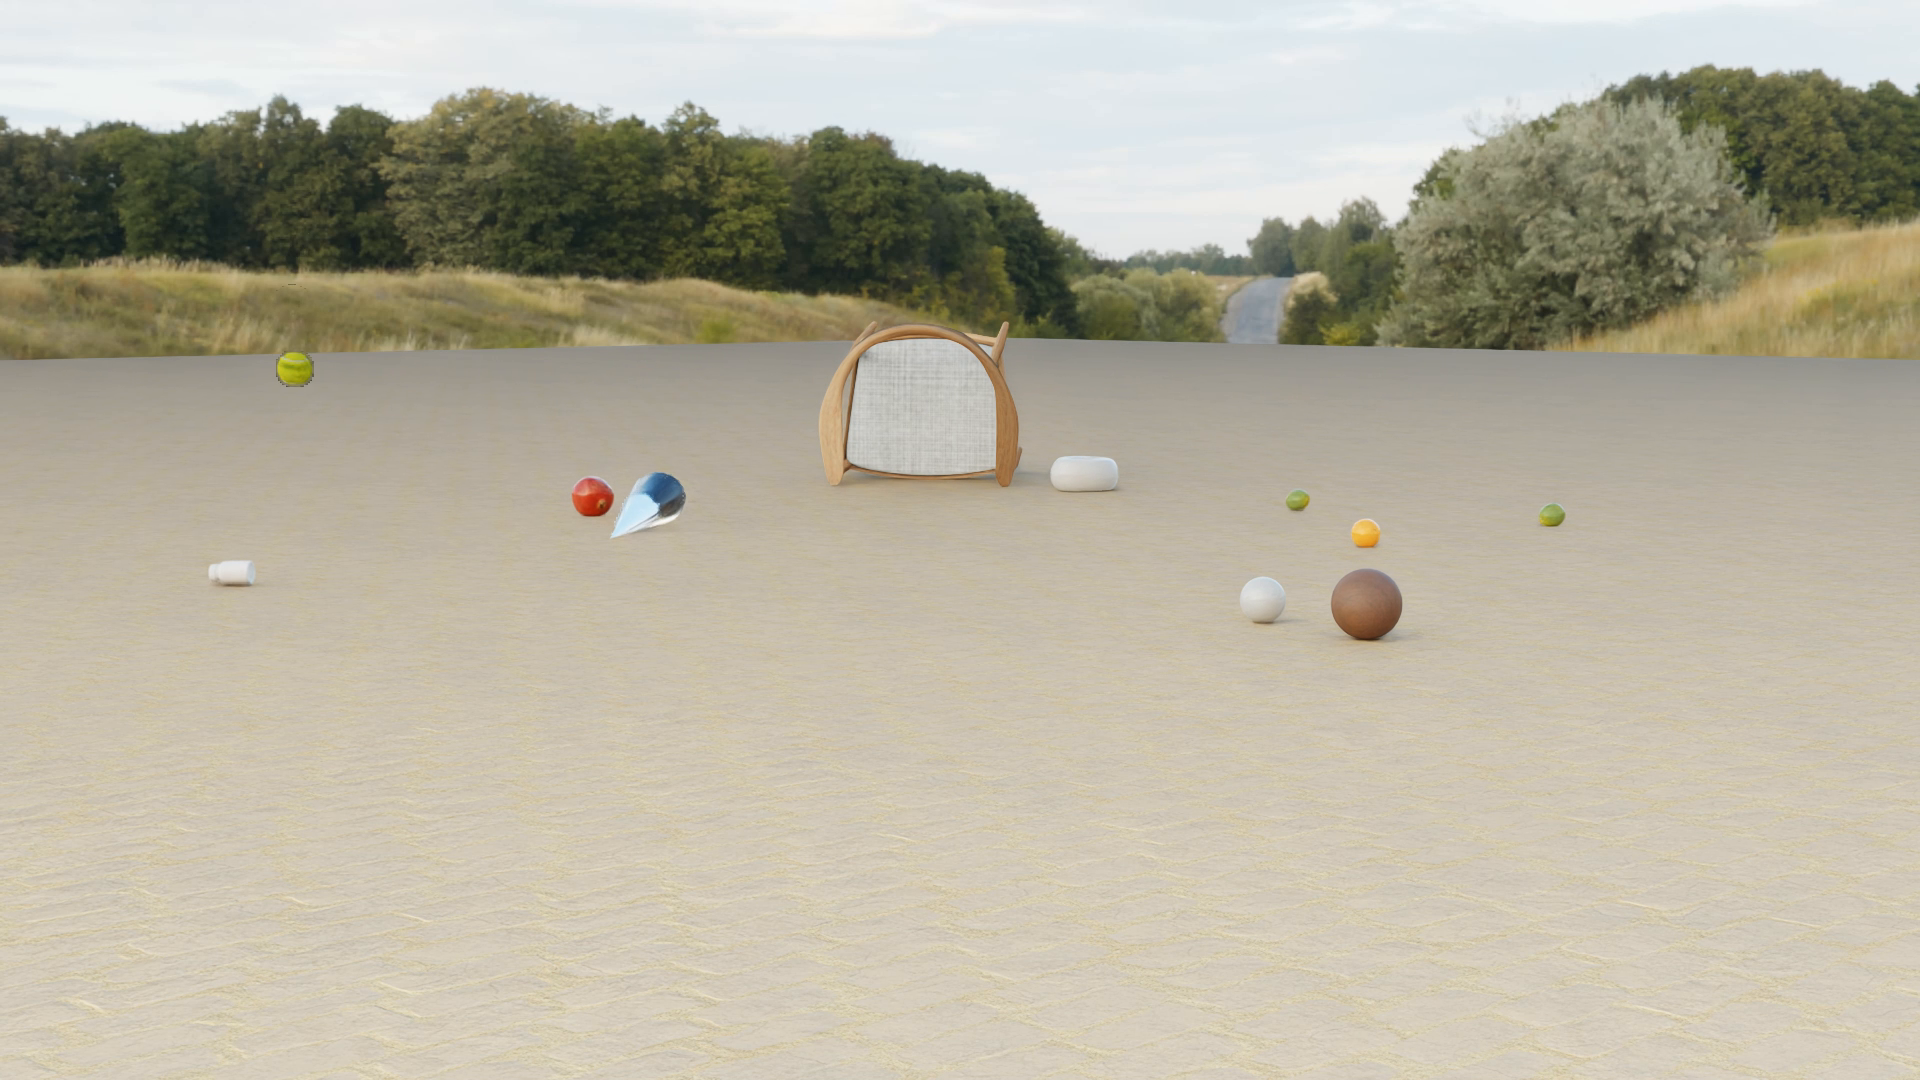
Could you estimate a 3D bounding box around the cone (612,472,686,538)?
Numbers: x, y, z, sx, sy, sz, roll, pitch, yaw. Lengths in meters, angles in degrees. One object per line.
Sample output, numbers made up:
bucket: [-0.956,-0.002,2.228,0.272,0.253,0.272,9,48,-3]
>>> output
cone: [-0.840,-0.058,6.627,0.162,0.138,0.345,-25,10,20]

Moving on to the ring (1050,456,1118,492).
ring: [0.383,-0.202,7.885,0.226,0.101,0.170,-2,8,-31]

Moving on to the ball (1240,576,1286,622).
ball: [0.576,0.114,4.879,0.088,0.088,0.088,0,6,0]
